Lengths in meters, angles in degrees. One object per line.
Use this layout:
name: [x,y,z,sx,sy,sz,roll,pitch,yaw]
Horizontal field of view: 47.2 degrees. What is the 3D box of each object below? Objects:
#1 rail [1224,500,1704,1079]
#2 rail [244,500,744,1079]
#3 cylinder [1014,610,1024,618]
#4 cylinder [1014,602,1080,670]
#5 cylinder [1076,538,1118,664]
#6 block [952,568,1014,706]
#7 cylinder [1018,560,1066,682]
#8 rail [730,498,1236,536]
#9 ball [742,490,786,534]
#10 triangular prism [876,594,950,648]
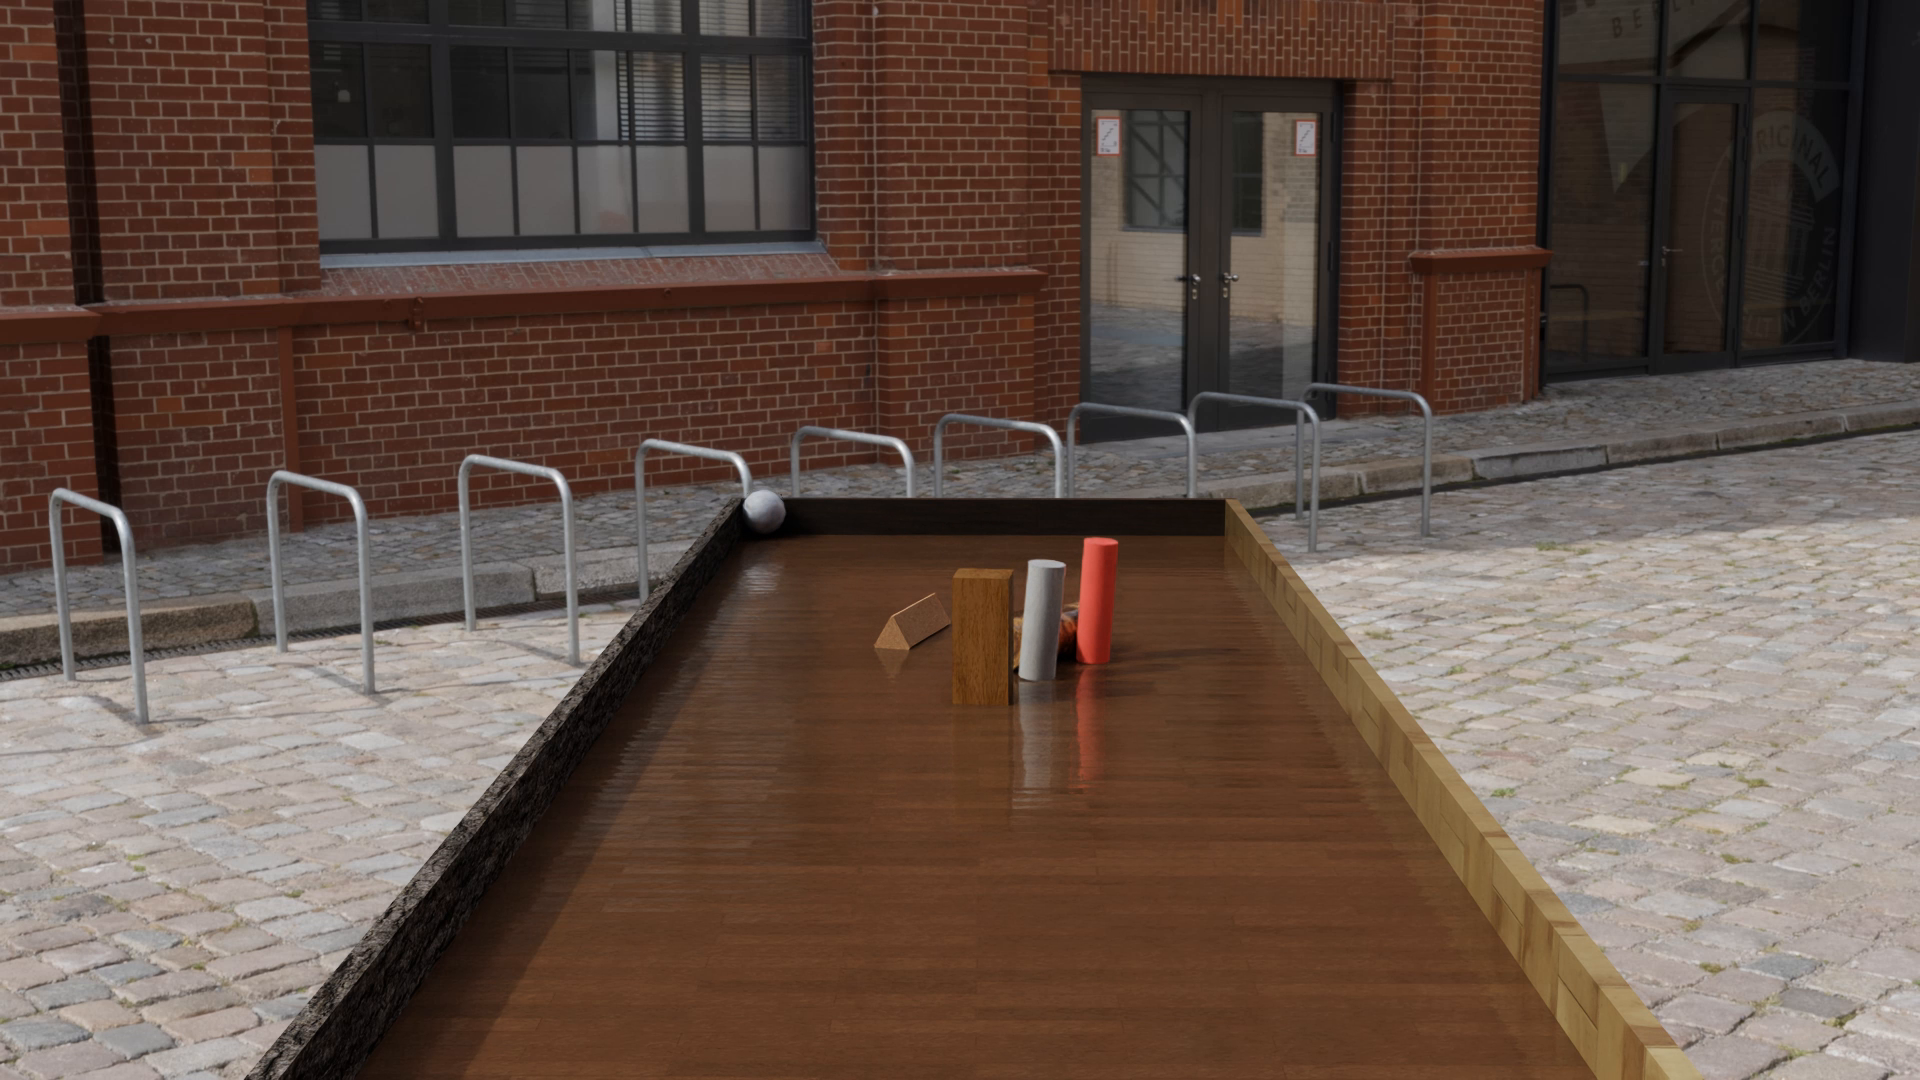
rail: [1.046,0.843,3.208,0.050,0.150,12.000,0,9,1]
rail: [-1.004,0.839,3.234,0.050,0.150,12.000,0,9,1]
cylinder: [0.201,0.276,6.900,0.114,0.114,0.313,7,11,37]
cylinder: [0.249,0.293,6.677,0.151,0.151,0.408,7,11,37]
cylinder: [0.413,0.183,6.647,0.103,0.370,0.103,3,13,-1]
block: [0.065,0.270,6.167,0.156,0.357,0.156,1,9,6]
cylinder: [0.239,0.234,6.422,0.110,0.339,0.110,5,12,-1]
rail: [0.099,-0.098,9.147,2.100,0.150,0.050,0,9,1]
ball: [-0.807,-0.115,9.040,0.180,0.180,0.180,0,9,0]
triangular prism: [-0.148,0.255,7.060,0.116,0.100,0.423,3,10,17]
